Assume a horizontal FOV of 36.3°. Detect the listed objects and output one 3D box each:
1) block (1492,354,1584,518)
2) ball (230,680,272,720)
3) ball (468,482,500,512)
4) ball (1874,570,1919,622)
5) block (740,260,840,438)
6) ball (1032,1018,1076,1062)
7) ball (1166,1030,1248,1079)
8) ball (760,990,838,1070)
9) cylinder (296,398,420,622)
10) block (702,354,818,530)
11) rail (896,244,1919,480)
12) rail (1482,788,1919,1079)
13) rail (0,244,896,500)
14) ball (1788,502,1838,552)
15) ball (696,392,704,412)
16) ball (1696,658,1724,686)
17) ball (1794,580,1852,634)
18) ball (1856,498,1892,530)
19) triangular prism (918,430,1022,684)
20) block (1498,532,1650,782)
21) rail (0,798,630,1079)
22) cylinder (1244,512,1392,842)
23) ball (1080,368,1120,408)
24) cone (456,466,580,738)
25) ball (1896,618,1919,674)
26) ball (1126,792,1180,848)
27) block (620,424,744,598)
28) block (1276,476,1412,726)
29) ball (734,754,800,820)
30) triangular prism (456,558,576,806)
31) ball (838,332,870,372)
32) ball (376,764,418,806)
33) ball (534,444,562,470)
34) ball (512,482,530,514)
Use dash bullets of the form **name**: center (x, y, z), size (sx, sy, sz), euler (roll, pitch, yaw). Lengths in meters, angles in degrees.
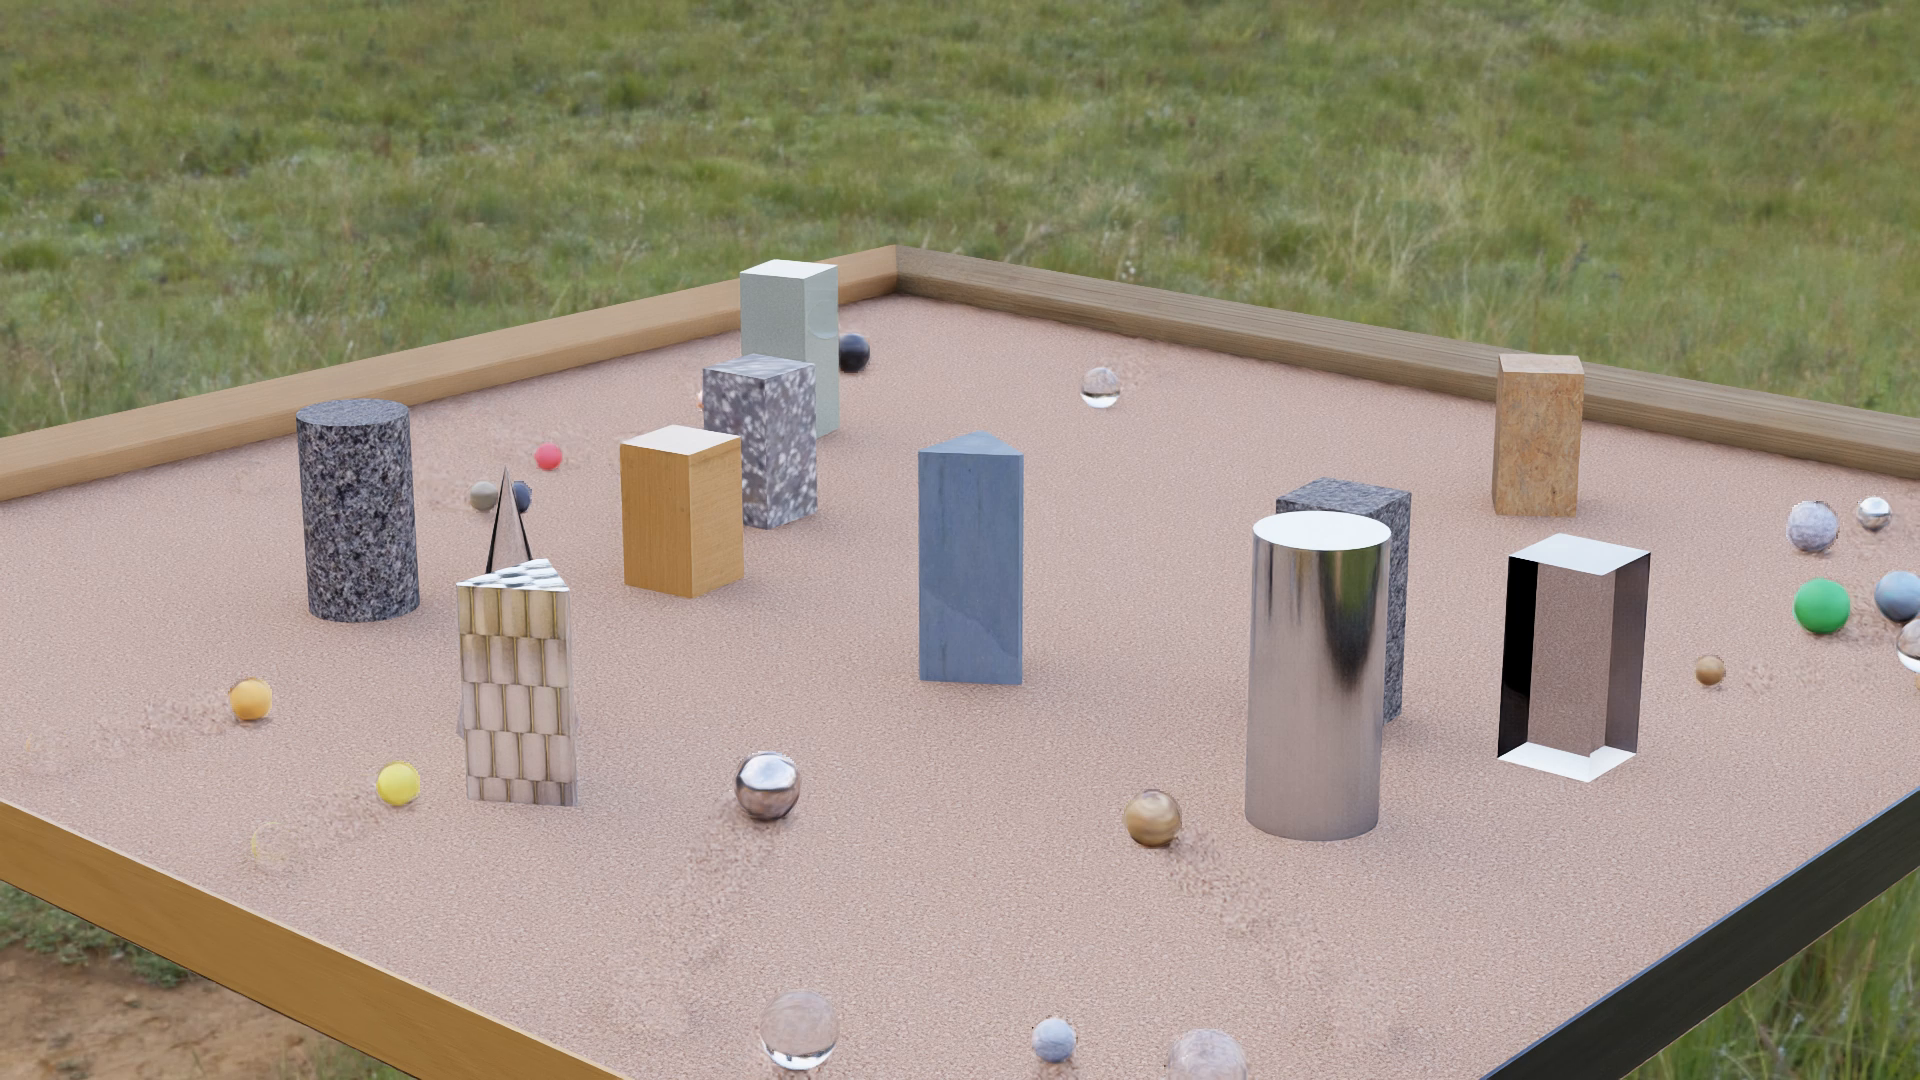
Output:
- **block**: center (1.106, -0.201, 5.618), size (0.150, 0.280, 0.150), euler (2, 17, 7)
- **ball**: center (-1.092, 0.247, 4.514), size (0.062, 0.062, 0.062), euler (0, 17, 0)
- **ball**: center (-0.907, -0.083, 5.585), size (0.057, 0.057, 0.057), euler (0, 17, 0)
- **ball**: center (1.595, 0.095, 4.972), size (0.086, 0.086, 0.086), euler (0, 17, 0)
- **block**: center (-0.355, -0.396, 6.143), size (0.150, 0.349, 0.150), euler (8, 18, 24)
- **ball**: center (0.110, 0.583, 3.418), size (0.051, 0.051, 0.051), euler (0, 17, 0)
- **ball**: center (0.278, 0.598, 3.299), size (0.092, 0.092, 0.092), euler (0, 17, 0)
- **ball**: center (-0.186, 0.568, 3.399), size (0.091, 0.091, 0.091), euler (0, 17, 0)
- **cylinder**: center (-1.028, -0.052, 5.012), size (0.188, 0.344, 0.188), euler (0, 17, 0)
- **block**: center (-0.378, -0.188, 5.556), size (0.150, 0.291, 0.150), euler (12, 20, 34)
- **rail**: center (1.164, -0.357, 6.404), size (3.563, 0.122, 0.045), euler (14, 22, 39)
- **rail**: center (1.327, 0.364, 4.018), size (0.045, 0.122, 3.598), euler (14, 22, 39)
- **rail**: center (-1.327, -0.303, 6.224), size (0.045, 0.122, 3.598), euler (14, 22, 39)
- **ball**: center (1.559, -0.024, 5.361), size (0.089, 0.089, 0.089), euler (0, 17, 0)
- **ball**: center (-0.551, -0.301, 6.356), size (0.044, 0.044, 0.044), euler (0, 17, 0)
- **ball**: center (1.193, 0.209, 4.667), size (0.045, 0.045, 0.045), euler (0, 17, 0)
- **ball**: center (1.445, 0.111, 4.912), size (0.091, 0.091, 0.091), euler (0, 17, 0)
- **ball**: center (1.711, -0.049, 5.489), size (0.063, 0.063, 0.063), euler (0, 17, 0)
- **triangular prism**: center (0.026, 0.025, 4.697), size (0.163, 0.379, 0.141), euler (2, 17, 7)
- **block**: center (0.905, 0.171, 4.325), size (0.150, 0.316, 0.150), euler (14, 21, 38)
- **rail**: center (-1.164, 0.419, 3.838), size (3.563, 0.122, 0.045), euler (14, 22, 39)
- **cylinder**: center (0.497, 0.188, 4.085), size (0.188, 0.422, 0.188), euler (0, 17, 0)
- **ball**: center (0.304, -0.331, 6.378), size (0.089, 0.089, 0.089), euler (0, 17, 0)
- **cone**: center (-0.677, 0.085, 4.433), size (0.188, 0.418, 0.188), euler (0, 17, 0)
- **ball**: center (1.554, 0.171, 4.716), size (0.091, 0.091, 0.091), euler (0, 17, 0)
- **ball**: center (0.265, 0.384, 4.033), size (0.077, 0.077, 0.077), euler (0, 17, 0)
- **block**: center (-0.488, -0.052, 5.160), size (0.150, 0.259, 0.150), euler (10, 20, 31)
- **block**: center (0.579, 0.104, 4.473), size (0.150, 0.358, 0.150), euler (11, 20, 33)
- **ball**: center (-0.271, 0.348, 4.125), size (0.094, 0.094, 0.094), euler (0, 17, 0)
- **triangular prism**: center (-0.614, 0.201, 4.214), size (0.163, 0.323, 0.141), euler (3, 17, 10)
- **ball**: center (-0.248, -0.428, 6.698), size (0.090, 0.090, 0.090), euler (0, 17, 0)
- **ball**: center (-0.802, 0.349, 4.181), size (0.059, 0.059, 0.059), euler (0, 17, 0)
- **ball**: center (-0.828, -0.168, 5.897), size (0.054, 0.054, 0.054), euler (0, 17, 0)
- **ball**: center (-0.849, -0.079, 5.594), size (0.060, 0.060, 0.060), euler (0, 17, 0)
